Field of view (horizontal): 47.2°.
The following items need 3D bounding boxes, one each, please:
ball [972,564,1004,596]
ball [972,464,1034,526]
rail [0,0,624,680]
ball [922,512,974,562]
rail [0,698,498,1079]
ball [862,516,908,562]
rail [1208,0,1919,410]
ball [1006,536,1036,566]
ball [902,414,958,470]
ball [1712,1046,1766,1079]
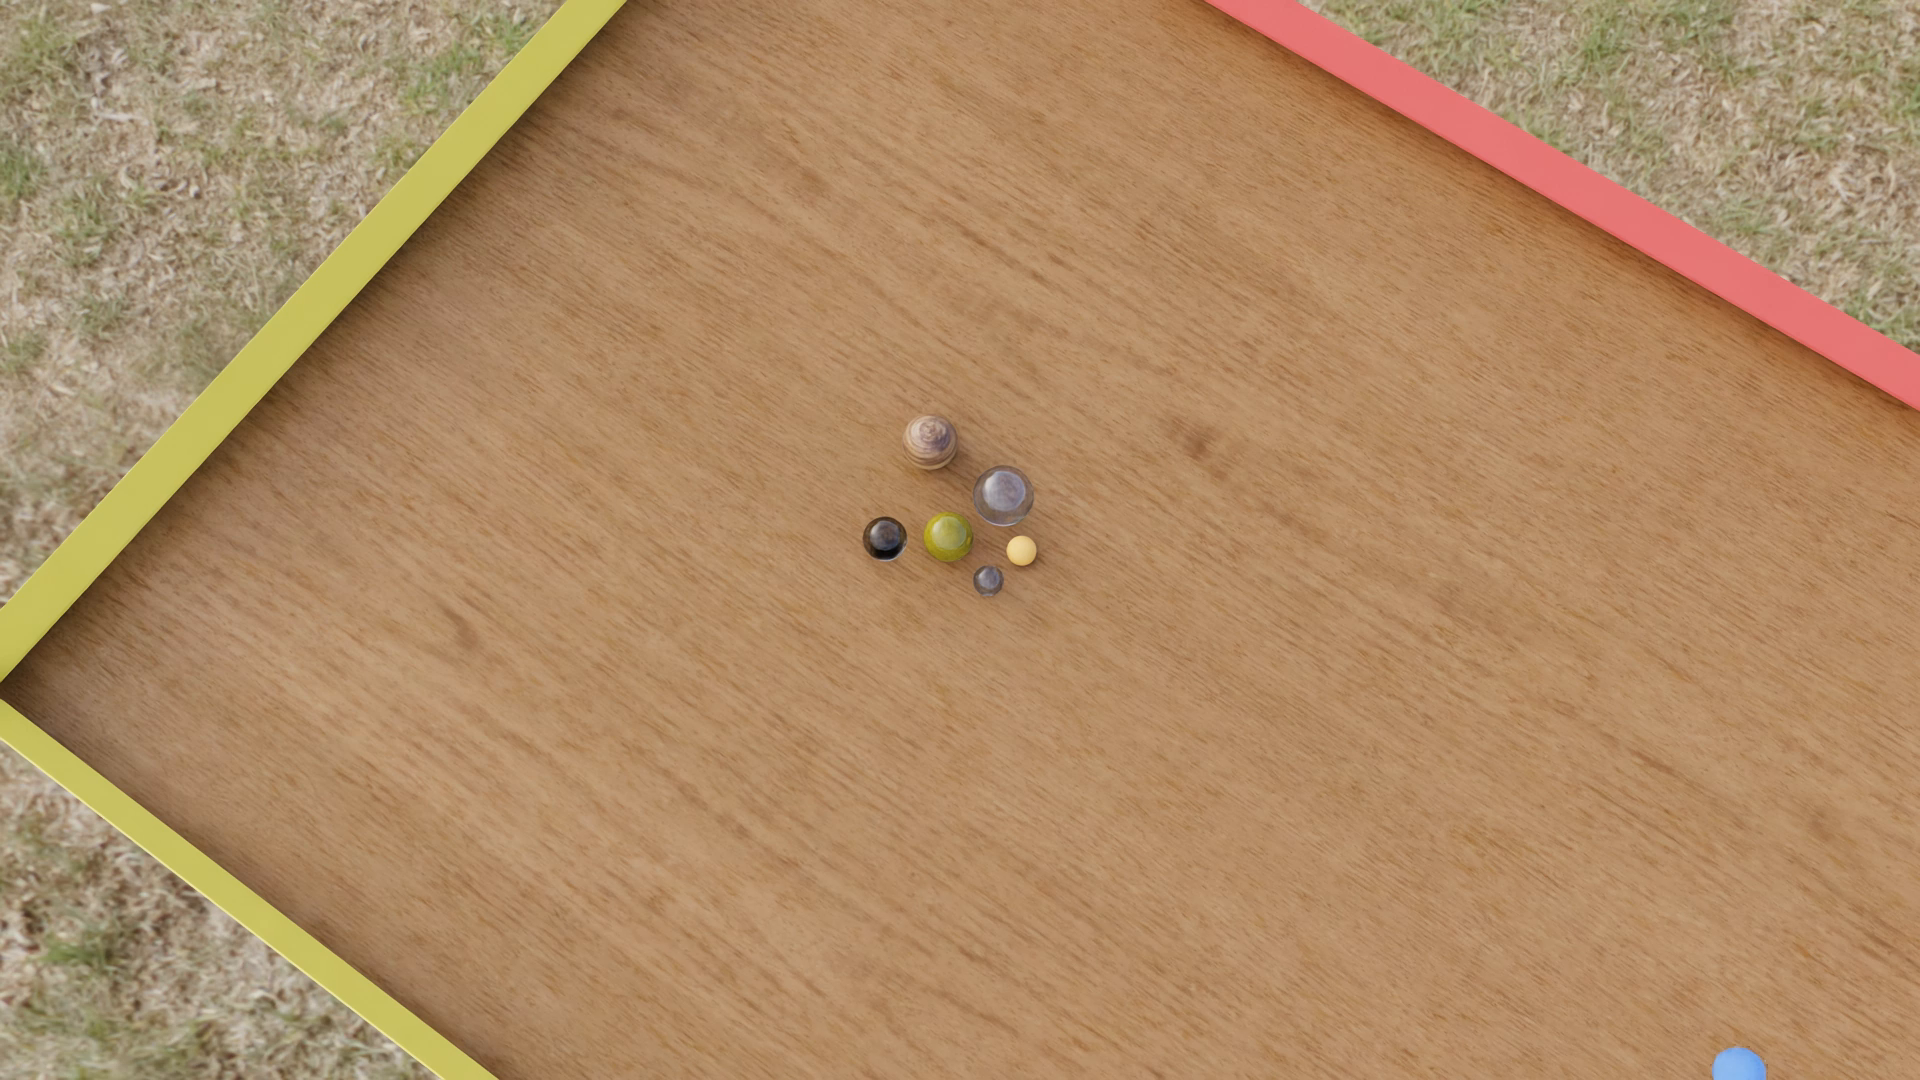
[{"bbox_3d":[0.045,0.064,3.476,0.050,0.050,0.050,0,68,0],"label":"ball"},{"bbox_3d":[0.069,-0.071,3.504,0.098,0.098,0.098,0,68,0],"label":"ball"},{"bbox_3d":[-0.882,-0.590,3.698,0.045,0.127,2.232,33,72,13],"label":"rail"},{"bbox_3d":[-0.018,-0.005,3.487,0.081,0.081,0.081,0,68,0],"label":"ball"},{"bbox_3d":[0.270,1.407,2.887,4.420,0.127,0.045,33,72,13],"label":"rail"},{"bbox_3d":[-0.119,-0.002,3.491,0.072,0.072,0.072,0,68,0],"label":"ball"},{"bbox_3d":[1.533,-0.244,3.558,4.420,0.127,0.045,33,72,13],"label":"rail"},{"bbox_3d":[0.098,0.017,3.495,0.048,0.048,0.048,0,68,0],"label":"ball"},{"bbox_3d":[-0.049,-0.159,3.543,0.091,0.091,0.091,0,68,0],"label":"ball"},{"bbox_3d":[1.125,0.770,3.176,0.074,0.074,0.074,0,68,0],"label":"ball"}]
